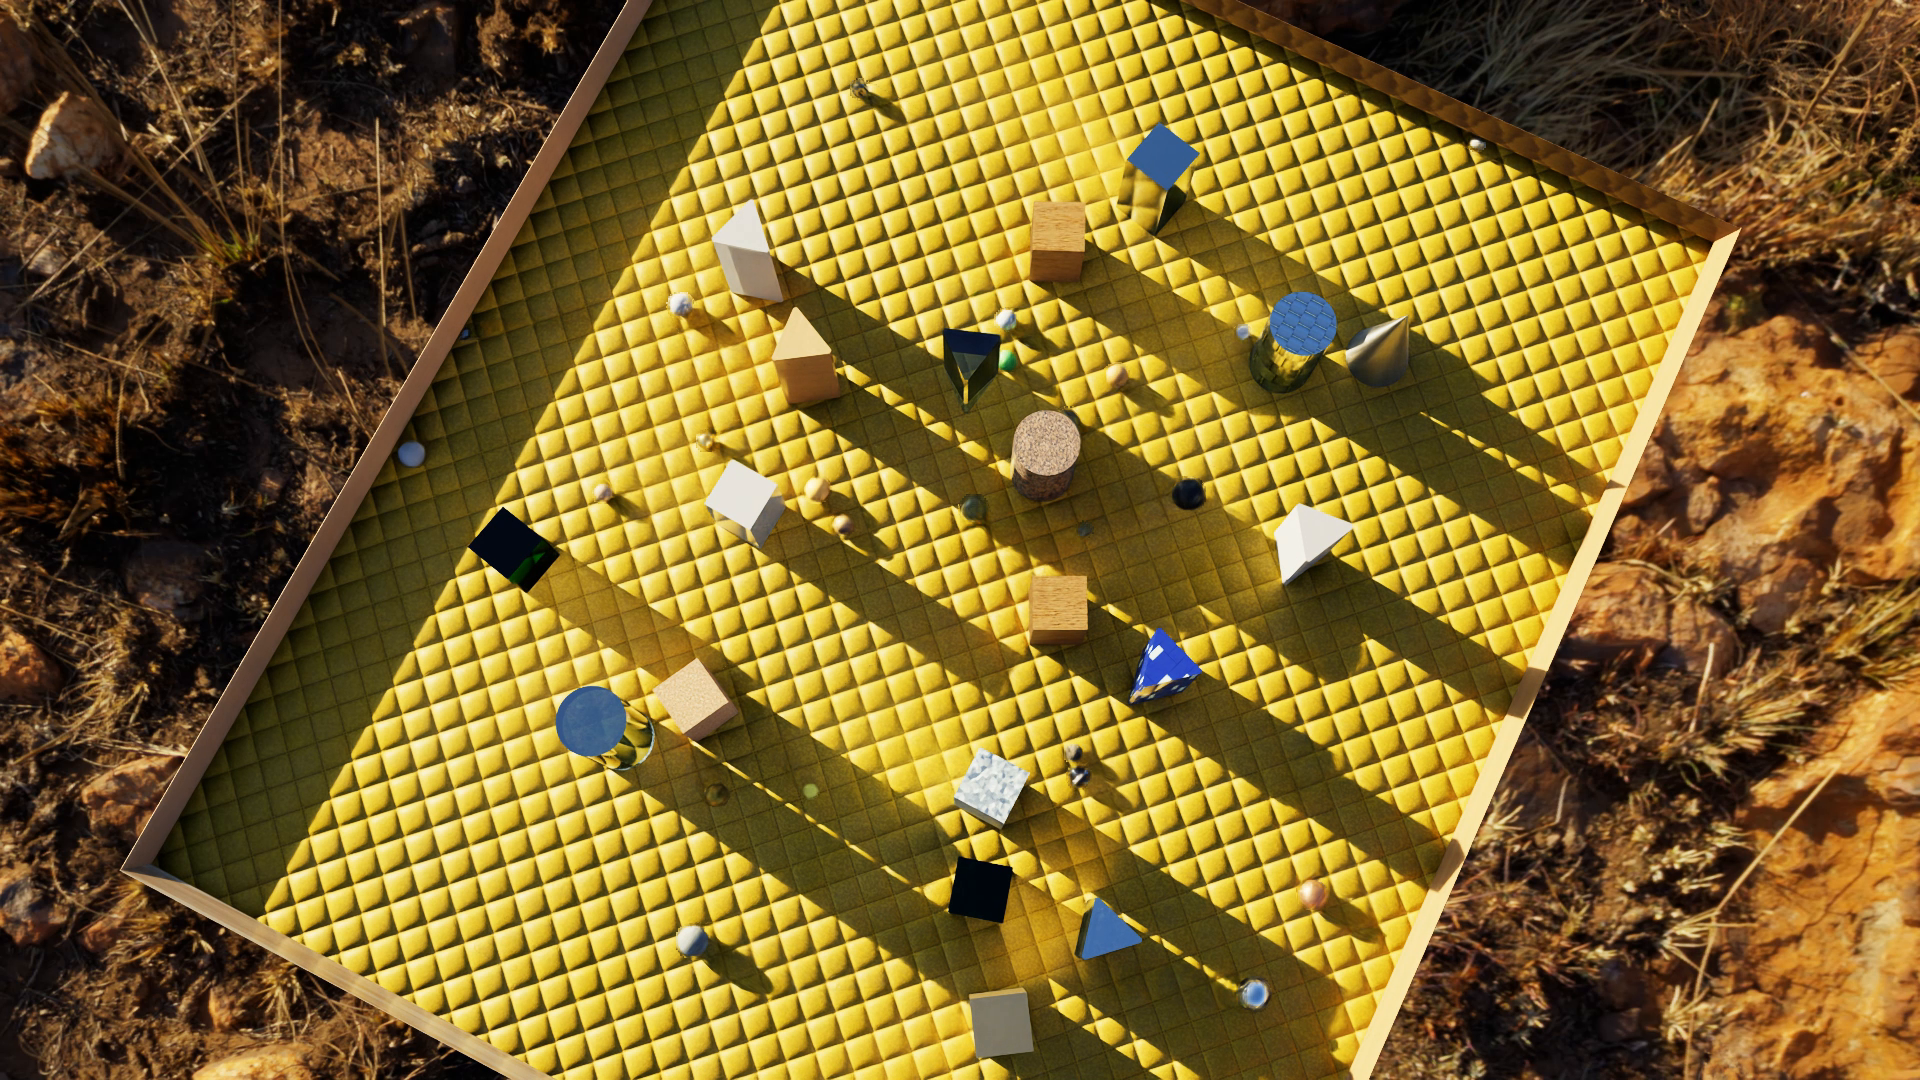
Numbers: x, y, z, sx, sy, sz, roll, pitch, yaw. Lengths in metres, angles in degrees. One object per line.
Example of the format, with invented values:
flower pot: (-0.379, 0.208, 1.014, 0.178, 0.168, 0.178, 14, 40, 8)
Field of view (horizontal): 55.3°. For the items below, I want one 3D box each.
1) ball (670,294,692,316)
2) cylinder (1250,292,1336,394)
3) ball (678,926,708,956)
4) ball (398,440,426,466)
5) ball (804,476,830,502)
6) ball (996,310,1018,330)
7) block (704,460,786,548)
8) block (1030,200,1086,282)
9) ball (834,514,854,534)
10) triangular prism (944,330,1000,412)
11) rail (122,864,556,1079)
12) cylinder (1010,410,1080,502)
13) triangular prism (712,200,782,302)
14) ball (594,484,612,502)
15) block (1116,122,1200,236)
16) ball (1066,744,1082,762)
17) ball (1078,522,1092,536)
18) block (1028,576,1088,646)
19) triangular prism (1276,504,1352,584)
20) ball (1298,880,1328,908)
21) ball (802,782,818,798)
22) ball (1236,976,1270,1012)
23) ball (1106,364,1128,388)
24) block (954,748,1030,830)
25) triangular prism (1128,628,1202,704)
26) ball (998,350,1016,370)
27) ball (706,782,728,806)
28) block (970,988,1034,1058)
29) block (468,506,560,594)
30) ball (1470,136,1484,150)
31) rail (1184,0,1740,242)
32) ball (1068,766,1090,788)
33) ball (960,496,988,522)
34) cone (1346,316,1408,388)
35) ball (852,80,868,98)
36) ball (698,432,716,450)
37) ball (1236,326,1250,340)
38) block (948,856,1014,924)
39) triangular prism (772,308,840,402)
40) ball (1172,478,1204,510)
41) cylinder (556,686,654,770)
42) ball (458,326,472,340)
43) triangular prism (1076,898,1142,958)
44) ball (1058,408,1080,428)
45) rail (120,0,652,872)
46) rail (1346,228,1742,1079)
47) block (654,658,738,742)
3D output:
ball: (-0.873, -0.734, 5.732, 0.072, 0.072, 0.072, 0, 78, 0)
cylinder: (1.002, -0.592, 5.539, 0.196, 0.392, 0.196, 0, 78, 0)
ball: (-0.776, 1.166, 5.329, 0.090, 0.090, 0.090, 0, 78, 0)
ball: (-1.683, -0.265, 5.630, 0.080, 0.080, 0.080, 0, 78, 0)
ball: (-0.437, -0.155, 5.610, 0.076, 0.076, 0.076, 0, 78, 0)
ball: (0.147, -0.688, 5.726, 0.064, 0.064, 0.064, 0, 78, 0)
block: (-0.640, -0.105, 5.493, 0.157, 0.286, 0.157, 29, 80, 6)
block: (0.299, -0.920, 5.667, 0.157, 0.273, 0.157, 2, 78, 0)
ball: (-0.357, -0.046, 5.595, 0.062, 0.062, 0.062, 0, 78, 0)
triangular prism: (0.010, -0.539, 5.544, 0.147, 0.360, 0.170, 36, 81, 7)
rail: (-0.867, 1.704, 5.198, 3.462, 0.127, 0.045, 26, 80, 5)
cylinder: (0.253, -0.248, 5.492, 0.196, 0.344, 0.196, 0, 78, 0)
triangular prism: (-0.625, -0.884, 5.574, 0.170, 0.442, 0.147, 12, 79, 2)
ball: (-1.093, -0.145, 5.619, 0.054, 0.054, 0.054, 0, 78, 0)
block: (0.607, -1.107, 5.654, 0.157, 0.376, 0.157, 39, 81, 7)
ball: (0.340, 0.633, 5.459, 0.052, 0.052, 0.052, 0, 78, 0)
ball: (0.382, -0.032, 5.602, 0.041, 0.041, 0.041, 0, 78, 0)
block: (0.288, 0.211, 5.420, 0.157, 0.300, 0.157, 0, 78, 0)
triangular prism: (1.012, -0.008, 5.424, 0.170, 0.381, 0.147, -37, 81, -7)
ball: (1.033, 1.036, 5.359, 0.084, 0.084, 0.084, 0, 78, 0)
ball: (-0.444, 0.743, 5.440, 0.044, 0.044, 0.044, 0, 78, 0)
ball: (0.847, 1.312, 5.296, 0.096, 0.096, 0.096, 0, 78, 0)
ball: (0.487, -0.509, 5.686, 0.071, 0.071, 0.071, 0, 78, 0)
block: (0.089, 0.718, 5.278, 0.157, 0.373, 0.157, 27, 80, 5)
triangular prism: (0.572, 0.360, 5.318, 0.170, 0.440, 0.147, -13, 79, -3)
ball: (0.143, -0.559, 5.700, 0.064, 0.064, 0.064, 0, 78, 0)
ball: (-0.720, 0.752, 5.427, 0.067, 0.067, 0.067, 0, 78, 0)
block: (0.113, 1.353, 5.150, 0.157, 0.365, 0.157, -6, 78, -1)
block: (-1.332, 0.032, 5.487, 0.157, 0.241, 0.157, 38, 81, 7)
ball: (1.654, -1.270, 5.856, 0.045, 0.045, 0.045, 0, 78, 0)
rail: (0.867, -1.691, 5.900, 3.462, 0.127, 0.045, 26, 80, 5)
ball: (0.355, 0.702, 5.439, 0.064, 0.064, 0.064, 0, 78, 0)
ball: (0.044, -0.095, 5.595, 0.081, 0.081, 0.081, 0, 78, 0)
cone: (1.306, -0.614, 5.534, 0.196, 0.410, 0.196, 0, 78, 0)
ball: (-0.322, -1.449, 5.889, 0.053, 0.053, 0.053, 0, 78, 0)
ball: (-0.781, -0.306, 5.651, 0.056, 0.056, 0.056, 0, 78, 0)
ball: (0.886, -0.648, 5.730, 0.041, 0.041, 0.041, 0, 78, 0)
block: (0.058, 1.006, 5.258, 0.157, 0.295, 0.157, 11, 79, 2)
triangular prism: (-0.466, -0.555, 5.500, 0.170, 0.453, 0.147, -8, 78, -2)
ball: (0.698, -0.140, 5.596, 0.098, 0.098, 0.098, 0, 78, 0)
cylinder: (-1.014, 0.545, 5.264, 0.196, 0.469, 0.196, 0, 78, 0)
ball: (-1.548, -0.645, 5.729, 0.042, 0.042, 0.042, 0, 78, 0)
triangular prism: (0.399, 1.092, 5.218, 0.170, 0.338, 0.147, -16, 79, -3)
ball: (0.329, -0.365, 5.649, 0.085, 0.085, 0.085, 0, 78, 0)
rail: (-1.527, -0.741, 5.704, 0.045, 0.127, 3.924, 26, 80, 5)
rail: (1.527, 0.755, 5.394, 0.045, 0.127, 3.924, 26, 80, 5)
block: (-0.773, 0.473, 5.381, 0.157, 0.269, 0.157, -35, 80, -7)
